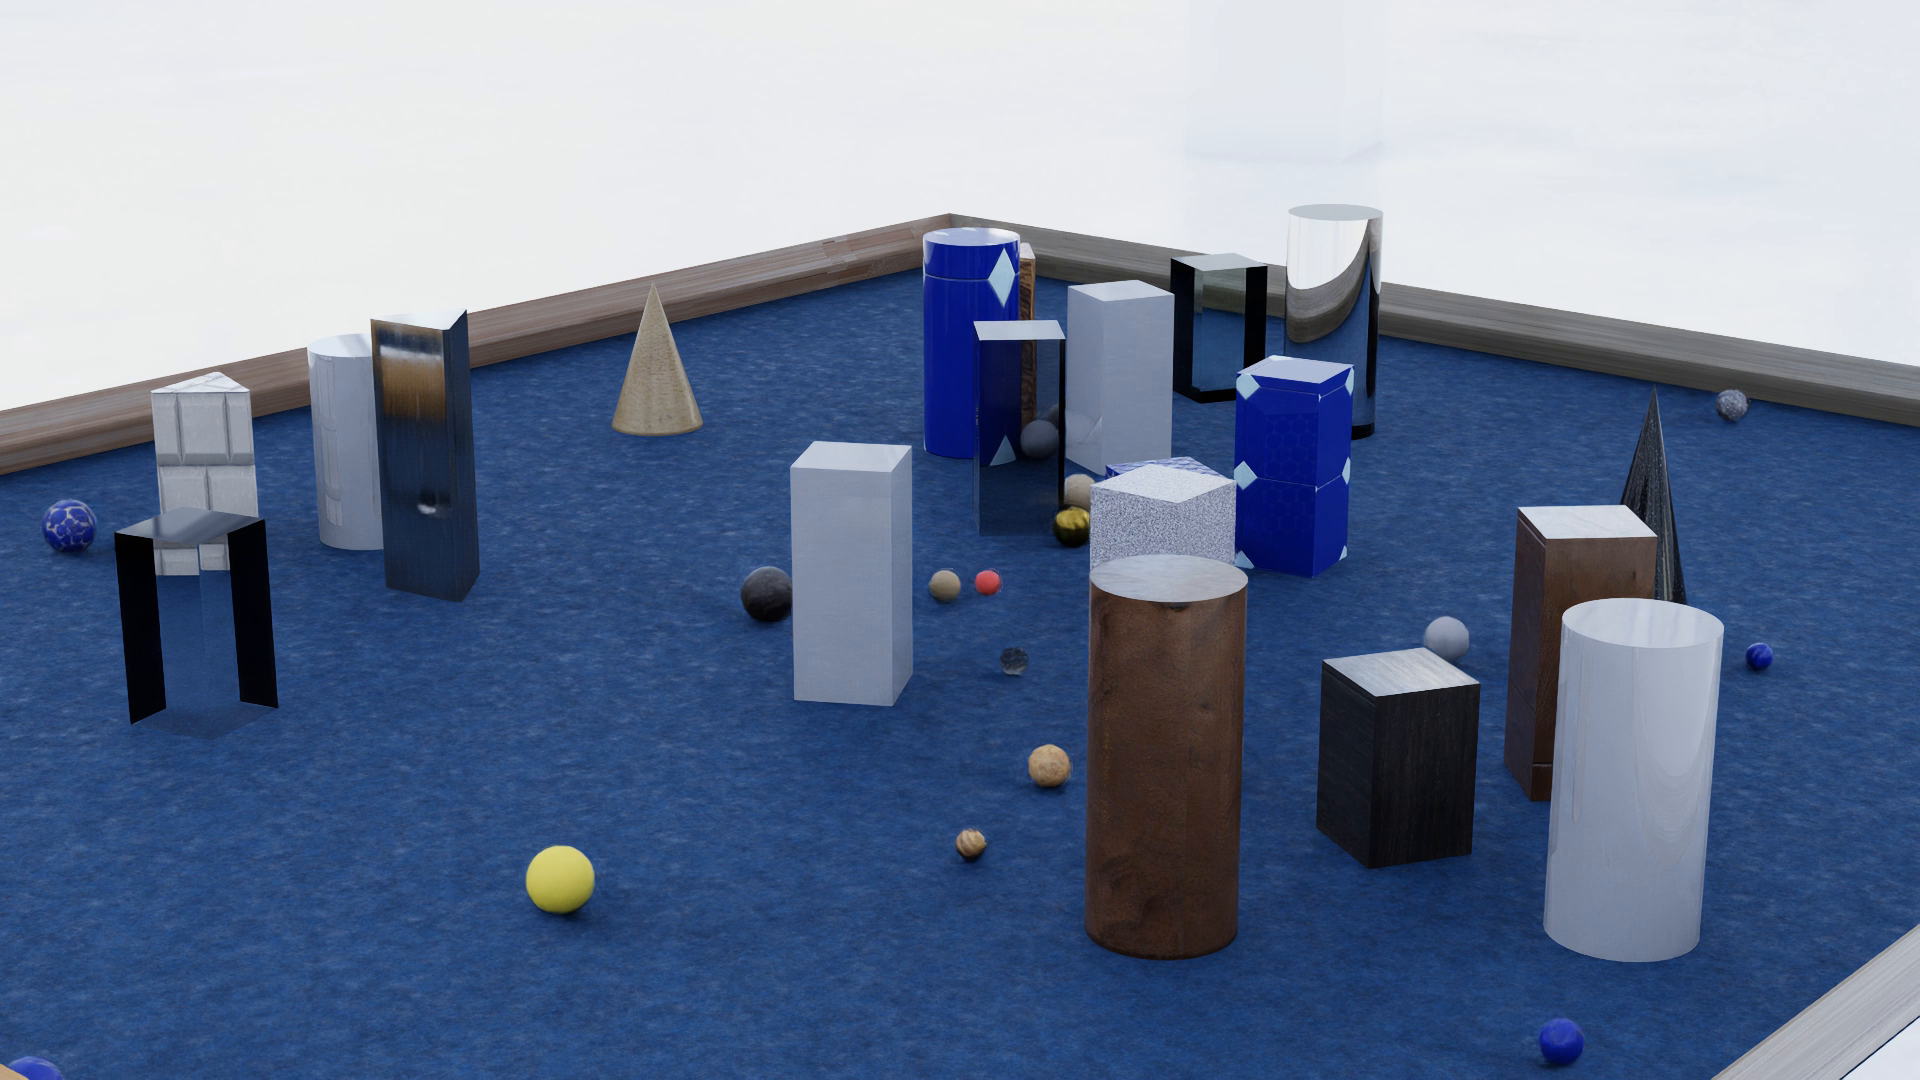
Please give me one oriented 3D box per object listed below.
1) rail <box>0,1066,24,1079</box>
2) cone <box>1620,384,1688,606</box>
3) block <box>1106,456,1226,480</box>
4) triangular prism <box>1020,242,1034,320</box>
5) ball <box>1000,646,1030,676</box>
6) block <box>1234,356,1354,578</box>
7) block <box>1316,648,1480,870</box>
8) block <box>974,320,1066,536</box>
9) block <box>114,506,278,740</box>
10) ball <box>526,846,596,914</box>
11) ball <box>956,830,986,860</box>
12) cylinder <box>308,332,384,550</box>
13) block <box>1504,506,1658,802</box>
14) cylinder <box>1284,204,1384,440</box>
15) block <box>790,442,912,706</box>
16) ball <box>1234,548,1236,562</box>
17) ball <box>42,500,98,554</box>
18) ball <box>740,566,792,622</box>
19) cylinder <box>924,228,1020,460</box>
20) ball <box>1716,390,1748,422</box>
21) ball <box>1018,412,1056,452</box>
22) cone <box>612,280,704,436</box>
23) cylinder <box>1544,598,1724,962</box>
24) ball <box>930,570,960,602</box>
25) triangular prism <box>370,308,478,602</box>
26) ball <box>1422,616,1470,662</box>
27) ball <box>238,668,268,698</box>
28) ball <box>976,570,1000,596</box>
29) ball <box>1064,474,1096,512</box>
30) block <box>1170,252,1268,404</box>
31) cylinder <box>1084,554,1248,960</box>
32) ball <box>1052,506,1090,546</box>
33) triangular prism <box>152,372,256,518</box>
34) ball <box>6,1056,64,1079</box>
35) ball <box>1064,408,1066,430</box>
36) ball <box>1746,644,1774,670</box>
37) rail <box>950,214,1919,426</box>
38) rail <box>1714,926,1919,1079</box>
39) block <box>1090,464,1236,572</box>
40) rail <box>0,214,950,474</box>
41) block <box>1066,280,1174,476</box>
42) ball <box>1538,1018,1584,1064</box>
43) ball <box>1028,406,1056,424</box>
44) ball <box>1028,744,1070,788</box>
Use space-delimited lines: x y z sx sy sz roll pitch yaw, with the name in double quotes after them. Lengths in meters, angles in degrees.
-1.442 0.511 3.530 3.939 0.128 0.045 14 22 39 "rail"
1.100 -0.022 4.707 0.198 0.471 0.198 0 17 0 "cone"
0.352 0.000 5.034 0.158 0.242 0.158 -6 18 -20 "block"
0.111 -0.443 6.286 0.171 0.368 0.148 8 19 26 "triangular prism"
0.088 0.194 4.725 0.048 0.048 0.048 0 17 0 "ball"
0.599 -0.134 5.278 0.158 0.357 0.158 9 19 28 "block"
0.601 0.298 4.033 0.158 0.249 0.158 -6 18 -19 "block"
0.110 -0.210 5.501 0.158 0.375 0.158 -1 17 -4 "block"
-1.170 0.126 4.500 0.158 0.309 0.158 8 18 25 "block"
-0.521 0.443 3.826 0.089 0.089 0.089 0 17 0 "ball"
0.014 0.416 4.001 0.042 0.042 0.042 0 17 0 "ball"
-1.097 -0.184 5.433 0.198 0.364 0.198 0 17 0 "cylinder"
0.892 0.162 4.232 0.158 0.394 0.158 -1 17 -4 "block"
0.781 -0.458 6.165 0.198 0.467 0.198 0 17 0 "cylinder"
-0.169 0.052 4.622 0.158 0.380 0.158 3 17 10 "block"
0.451 0.028 5.220 0.081 0.081 0.081 0 17 0 "ball"
-1.629 -0.025 5.365 0.099 0.099 0.099 0 17 0 "ball"
-0.325 0.092 4.983 0.095 0.095 0.095 0 17 0 "ball"
0.023 -0.405 6.030 0.198 0.443 0.198 0 17 0 "cylinder"
1.657 -0.289 6.295 0.068 0.068 0.068 0 17 0 "ball"
0.160 -0.223 6.053 0.080 0.080 0.080 0 17 0 "ball"
-0.647 -0.398 6.229 0.198 0.314 0.198 0 17 0 "cone"
0.853 0.303 3.724 0.198 0.418 0.198 0 17 0 "cylinder"
-0.026 0.080 5.091 0.055 0.055 0.055 0 17 0 "ball"
-0.903 -0.155 5.127 0.171 0.485 0.148 10 20 30 "triangular prism"
0.793 0.163 4.782 0.075 0.075 0.075 0 17 0 "ball"
-1.113 0.226 4.621 0.047 0.047 0.047 0 17 0 "ball"
0.048 0.075 5.127 0.044 0.044 0.044 0 17 0 "ball"
0.226 -0.086 5.577 0.079 0.079 0.079 0 17 0 "ball"
0.570 -0.471 6.502 0.158 0.297 0.158 -7 18 -22 "block"
0.260 0.274 3.720 0.198 0.475 0.198 0 17 0 "cylinder"
0.208 -0.026 5.405 0.076 0.076 0.076 0 17 0 "ball"
-1.356 -0.132 5.338 0.171 0.320 0.148 0 17 -2 "triangular prism"
-1.038 0.616 3.271 0.079 0.079 0.079 0 17 0 "ball"
0.217 -0.270 6.229 0.070 0.070 0.070 0 17 0 "ball"
1.294 0.189 4.750 0.044 0.044 0.044 0 17 0 "ball"
1.442 -0.447 6.710 3.939 0.128 0.045 14 22 39 "rail"
1.469 0.400 3.898 0.045 0.128 4.446 14 22 39 "rail"
0.309 0.094 4.491 0.158 0.376 0.158 13 21 36 "block"
-1.469 -0.336 6.341 0.045 0.128 4.446 14 22 39 "rail"
0.322 -0.329 5.926 0.158 0.357 0.158 -8 18 -24 "block"
0.701 0.584 3.420 0.054 0.054 0.054 0 17 0 "ball"
0.171 -0.249 6.169 0.064 0.064 0.064 0 17 0 "ball"
0.129 0.328 4.257 0.062 0.062 0.062 0 17 0 "ball"
